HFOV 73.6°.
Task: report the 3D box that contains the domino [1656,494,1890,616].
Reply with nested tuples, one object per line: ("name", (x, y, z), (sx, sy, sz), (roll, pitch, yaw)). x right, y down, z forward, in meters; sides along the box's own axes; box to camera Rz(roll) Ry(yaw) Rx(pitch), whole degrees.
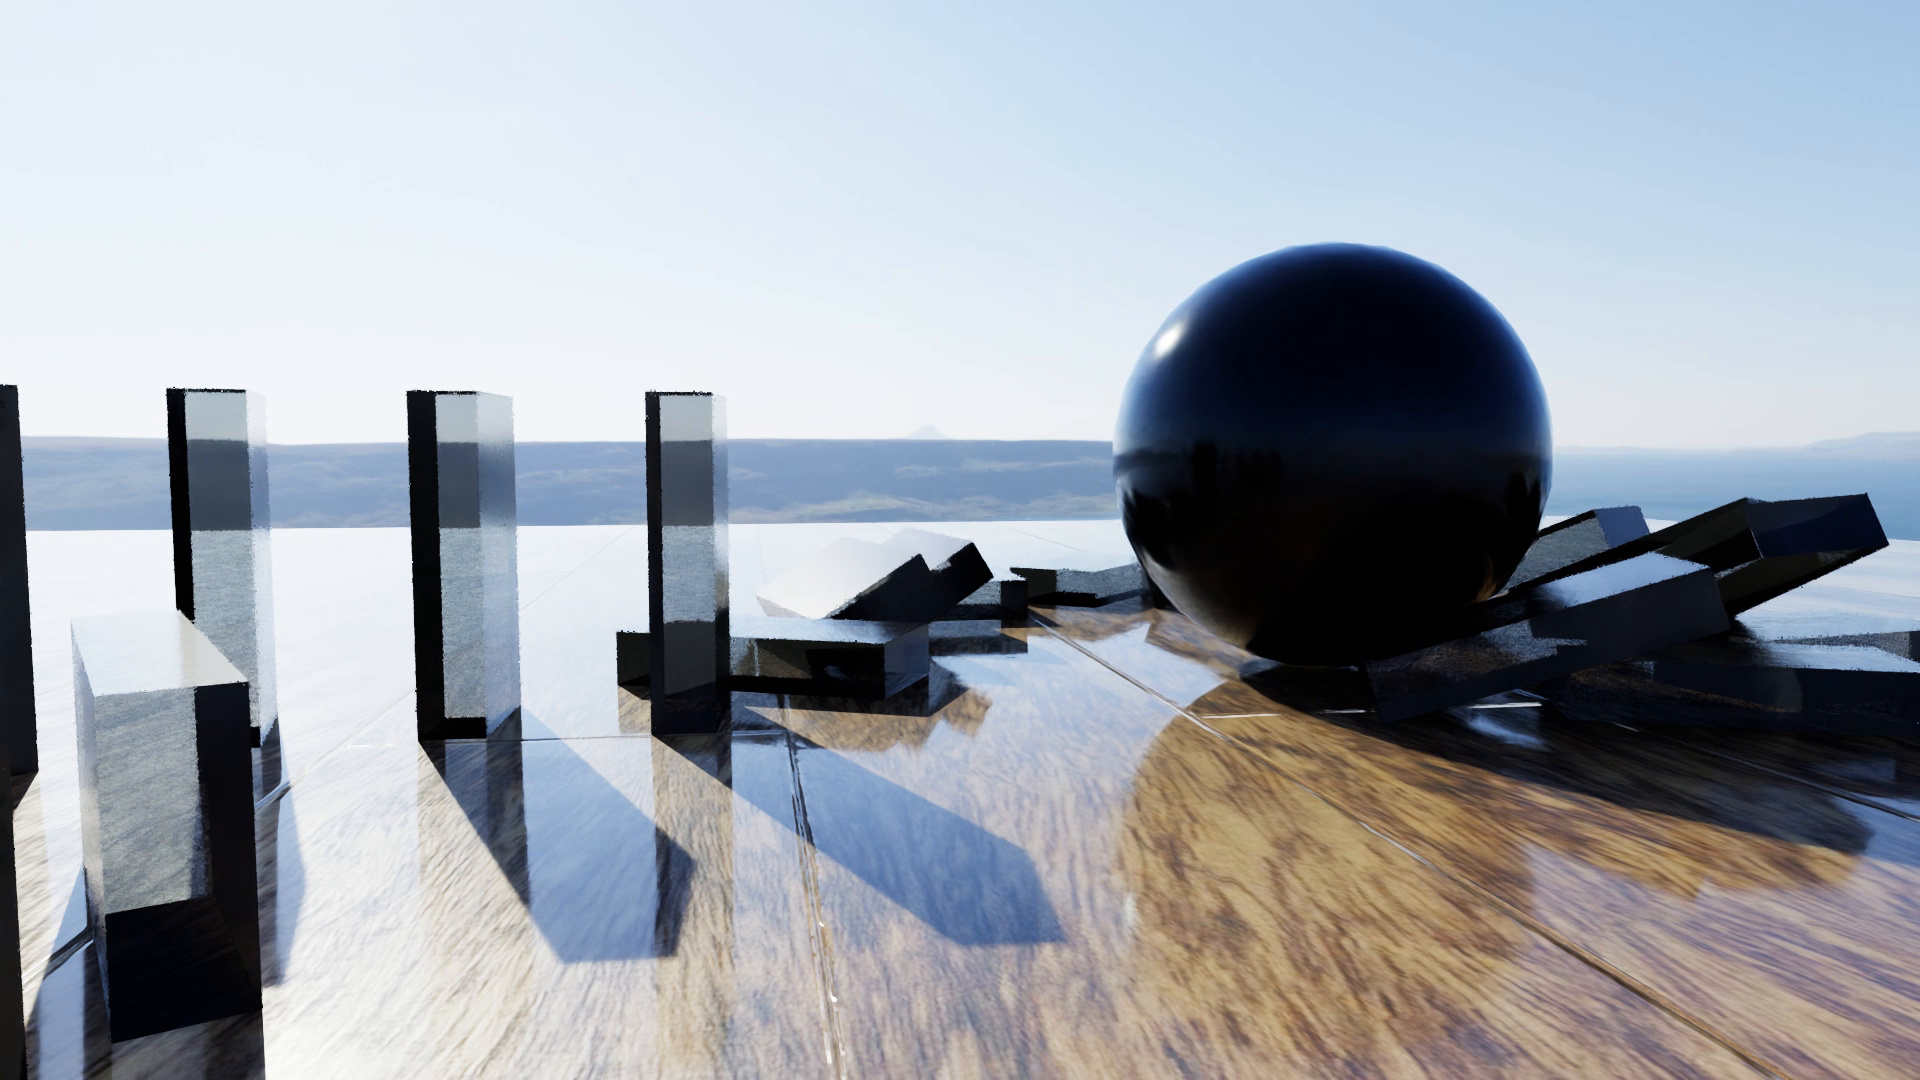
("domino", (0.138, 0.007, 0.235), (0.025, 0.009, 0.050), (-5, -21, -12))

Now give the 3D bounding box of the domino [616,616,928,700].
("domino", (-0.033, 0.020, 0.232), (0.050, 0.010, 0.025), (1, 4, 16))

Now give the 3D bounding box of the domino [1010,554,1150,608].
("domino", (0.037, 0.011, 0.360), (0.025, 0.009, 0.050), (2, 5, 30))

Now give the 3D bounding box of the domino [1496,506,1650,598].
("domino", (0.126, 0.006, 0.289), (0.025, 0.009, 0.050), (-4, -18, -43))

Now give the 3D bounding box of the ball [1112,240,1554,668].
("ball", (0.069, -0.016, 0.244), (0.080, 0.080, 0.080), (0, 4, 0))

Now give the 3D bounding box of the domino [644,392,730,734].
("domino", (-0.042, 0.003, 0.199), (0.009, 0.050, 0.025), (0, 4, -5))

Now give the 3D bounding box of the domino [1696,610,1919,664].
("domino", (0.154, 0.020, 0.236), (0.050, 0.010, 0.025), (-2, 5, -19))

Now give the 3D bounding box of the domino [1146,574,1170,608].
("domino", (0.076, 0.005, 0.335), (0.050, 0.009, 0.025), (-18, -2, 21))

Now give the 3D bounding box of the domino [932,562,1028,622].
("domino", (0.000, 0.013, 0.334), (0.025, 0.010, 0.050), (-1, 4, -10))

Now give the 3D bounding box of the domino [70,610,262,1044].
("domino", (-0.071, 0.022, 0.113), (0.010, 0.025, 0.050), (-3, 5, -36))

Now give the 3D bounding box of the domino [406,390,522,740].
("domino", (-0.075, 0.003, 0.195), (0.010, 0.050, 0.025), (-1, 4, -8))

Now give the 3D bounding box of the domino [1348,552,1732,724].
("domino", (0.088, 0.015, 0.202), (0.050, 0.010, 0.025), (-18, 1, 12))

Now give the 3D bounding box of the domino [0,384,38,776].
("domino", (-0.133, 0.005, 0.167), (0.025, 0.050, 0.010), (3, 5, 30))

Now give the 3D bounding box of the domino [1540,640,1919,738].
("domino", (0.121, 0.023, 0.203), (0.050, 0.009, 0.025), (1, 4, 15))

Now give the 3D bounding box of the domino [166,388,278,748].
("domino", (-0.107, 0.003, 0.188), (0.010, 0.050, 0.025), (-2, 5, -23))

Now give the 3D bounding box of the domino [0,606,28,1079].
("domino", (-0.065, 0.013, 0.066), (0.010, 0.050, 0.025), (2, 5, 22))

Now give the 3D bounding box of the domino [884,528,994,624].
("domino", (-0.013, 0.009, 0.300), (0.025, 0.009, 0.050), (-35, 14, -14))

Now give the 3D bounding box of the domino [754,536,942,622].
("domino", (-0.025, 0.011, 0.276), (0.025, 0.010, 0.050), (-34, 16, -17))

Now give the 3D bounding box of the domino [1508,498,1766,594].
("domino", (0.143, 0.006, 0.264), (0.025, 0.010, 0.050), (5, -25, -38))
